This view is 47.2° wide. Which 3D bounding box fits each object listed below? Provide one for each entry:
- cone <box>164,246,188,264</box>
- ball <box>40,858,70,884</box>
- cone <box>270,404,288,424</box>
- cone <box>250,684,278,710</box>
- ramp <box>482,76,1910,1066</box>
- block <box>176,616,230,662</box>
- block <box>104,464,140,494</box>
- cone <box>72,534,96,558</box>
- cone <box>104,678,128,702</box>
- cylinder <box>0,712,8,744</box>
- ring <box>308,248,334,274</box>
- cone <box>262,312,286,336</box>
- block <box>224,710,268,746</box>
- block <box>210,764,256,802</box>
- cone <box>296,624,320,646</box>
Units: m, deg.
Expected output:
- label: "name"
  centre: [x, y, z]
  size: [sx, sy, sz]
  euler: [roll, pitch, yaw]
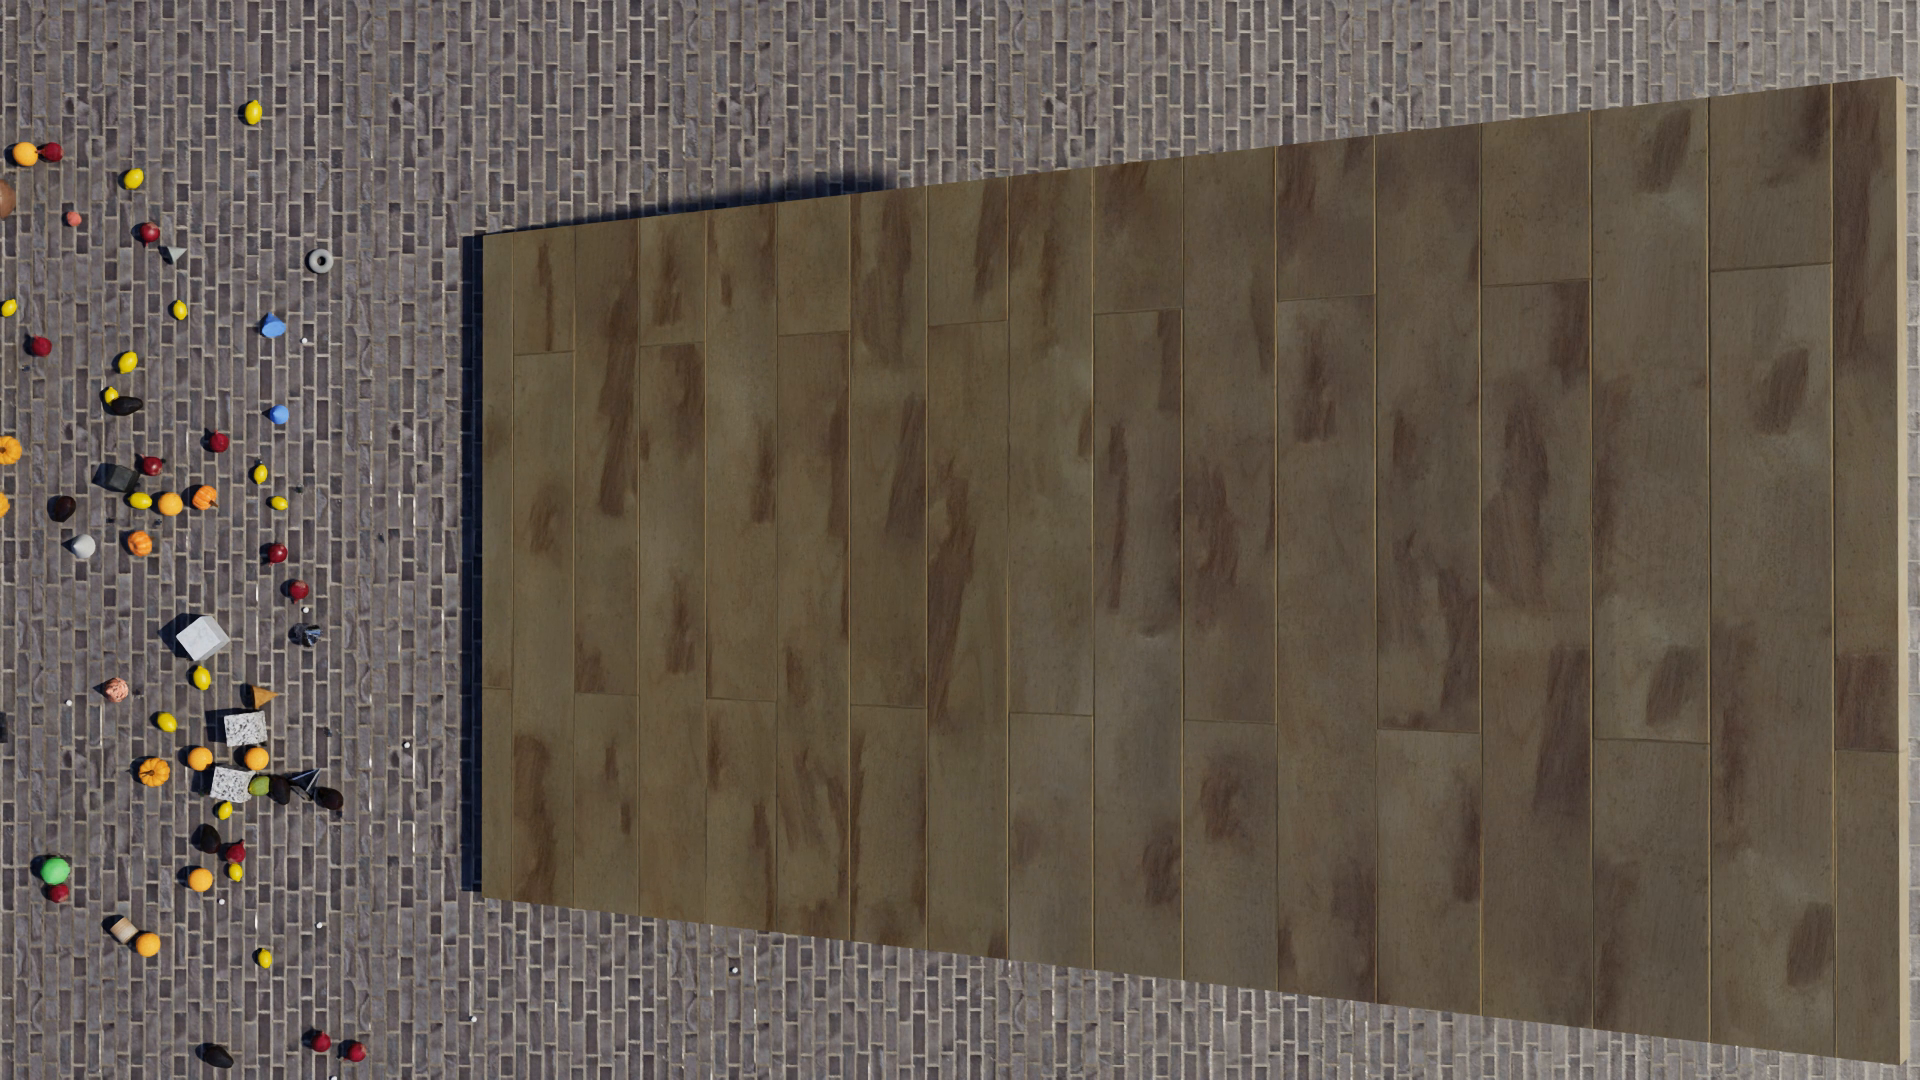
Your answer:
- label: "cone"
  centre: [-2.390, -0.881, 6.724]
  size: [0.059, 0.059, 0.059]
  euler: [-26, 90, -27]
- label: "ball"
  centre: [-2.749, 1.005, 6.680]
  size: [0.082, 0.082, 0.082]
  euler: [0, 90, 0]
- label: "cone"
  centre: [-2.085, -0.384, 6.703]
  size: [0.060, 0.060, 0.060]
  euler: [0, 89, 0]
- label: "cone"
  centre: [-2.117, 0.475, 6.708]
  size: [0.079, 0.079, 0.079]
  euler: [-7, 89, -27]
- label: "ramp"
  centre: [0.254, 0.070, 5.587]
  size: [4.000, 0.100, 2.000]
  euler: [0, 89, 33]
- label: "block"
  centre: [-2.298, 0.299, 6.679]
  size: [0.096, 0.096, 0.096]
  euler: [-38, 90, 0]
- label: "block"
  centre: [-2.551, -0.187, 6.698]
  size: [0.066, 0.066, 0.066]
  euler: [24, 90, 0]
- label: "cone"
  centre: [-2.683, 0.019, 6.693]
  size: [0.074, 0.074, 0.074]
  euler: [0, 90, 0]
- label: "cone"
  centre: [-2.582, 0.458, 6.688]
  size: [0.076, 0.076, 0.076]
  euler: [0, 90, 0]
- label: "cylinder"
  centre: [-2.942, 0.573, 6.680]
  size: [0.091, 0.091, 0.091]
  euler: [-4, 90, 0]
- label: "ring"
  centre: [-1.954, -0.853, 6.725]
  size: [0.077, 0.026, 0.077]
  euler: [0, 90, 1]
- label: "cone"
  centre: [-2.103, -0.671, 6.720]
  size: [0.071, 0.071, 0.071]
  euler: [-26, 63, 0]
- label: "block"
  centre: [-2.169, 0.572, 6.679]
  size: [0.093, 0.093, 0.093]
  euler: [-7, 90, 0]
- label: "block"
  centre: [-2.207, 0.738, 6.677]
  size: [0.094, 0.094, 0.094]
  euler: [10, 90, 0]
- label: "cone"
  centre: [-2.005, 0.276, 6.711]
  size: [0.073, 0.073, 0.073]
  euler: [27, 90, 27]
